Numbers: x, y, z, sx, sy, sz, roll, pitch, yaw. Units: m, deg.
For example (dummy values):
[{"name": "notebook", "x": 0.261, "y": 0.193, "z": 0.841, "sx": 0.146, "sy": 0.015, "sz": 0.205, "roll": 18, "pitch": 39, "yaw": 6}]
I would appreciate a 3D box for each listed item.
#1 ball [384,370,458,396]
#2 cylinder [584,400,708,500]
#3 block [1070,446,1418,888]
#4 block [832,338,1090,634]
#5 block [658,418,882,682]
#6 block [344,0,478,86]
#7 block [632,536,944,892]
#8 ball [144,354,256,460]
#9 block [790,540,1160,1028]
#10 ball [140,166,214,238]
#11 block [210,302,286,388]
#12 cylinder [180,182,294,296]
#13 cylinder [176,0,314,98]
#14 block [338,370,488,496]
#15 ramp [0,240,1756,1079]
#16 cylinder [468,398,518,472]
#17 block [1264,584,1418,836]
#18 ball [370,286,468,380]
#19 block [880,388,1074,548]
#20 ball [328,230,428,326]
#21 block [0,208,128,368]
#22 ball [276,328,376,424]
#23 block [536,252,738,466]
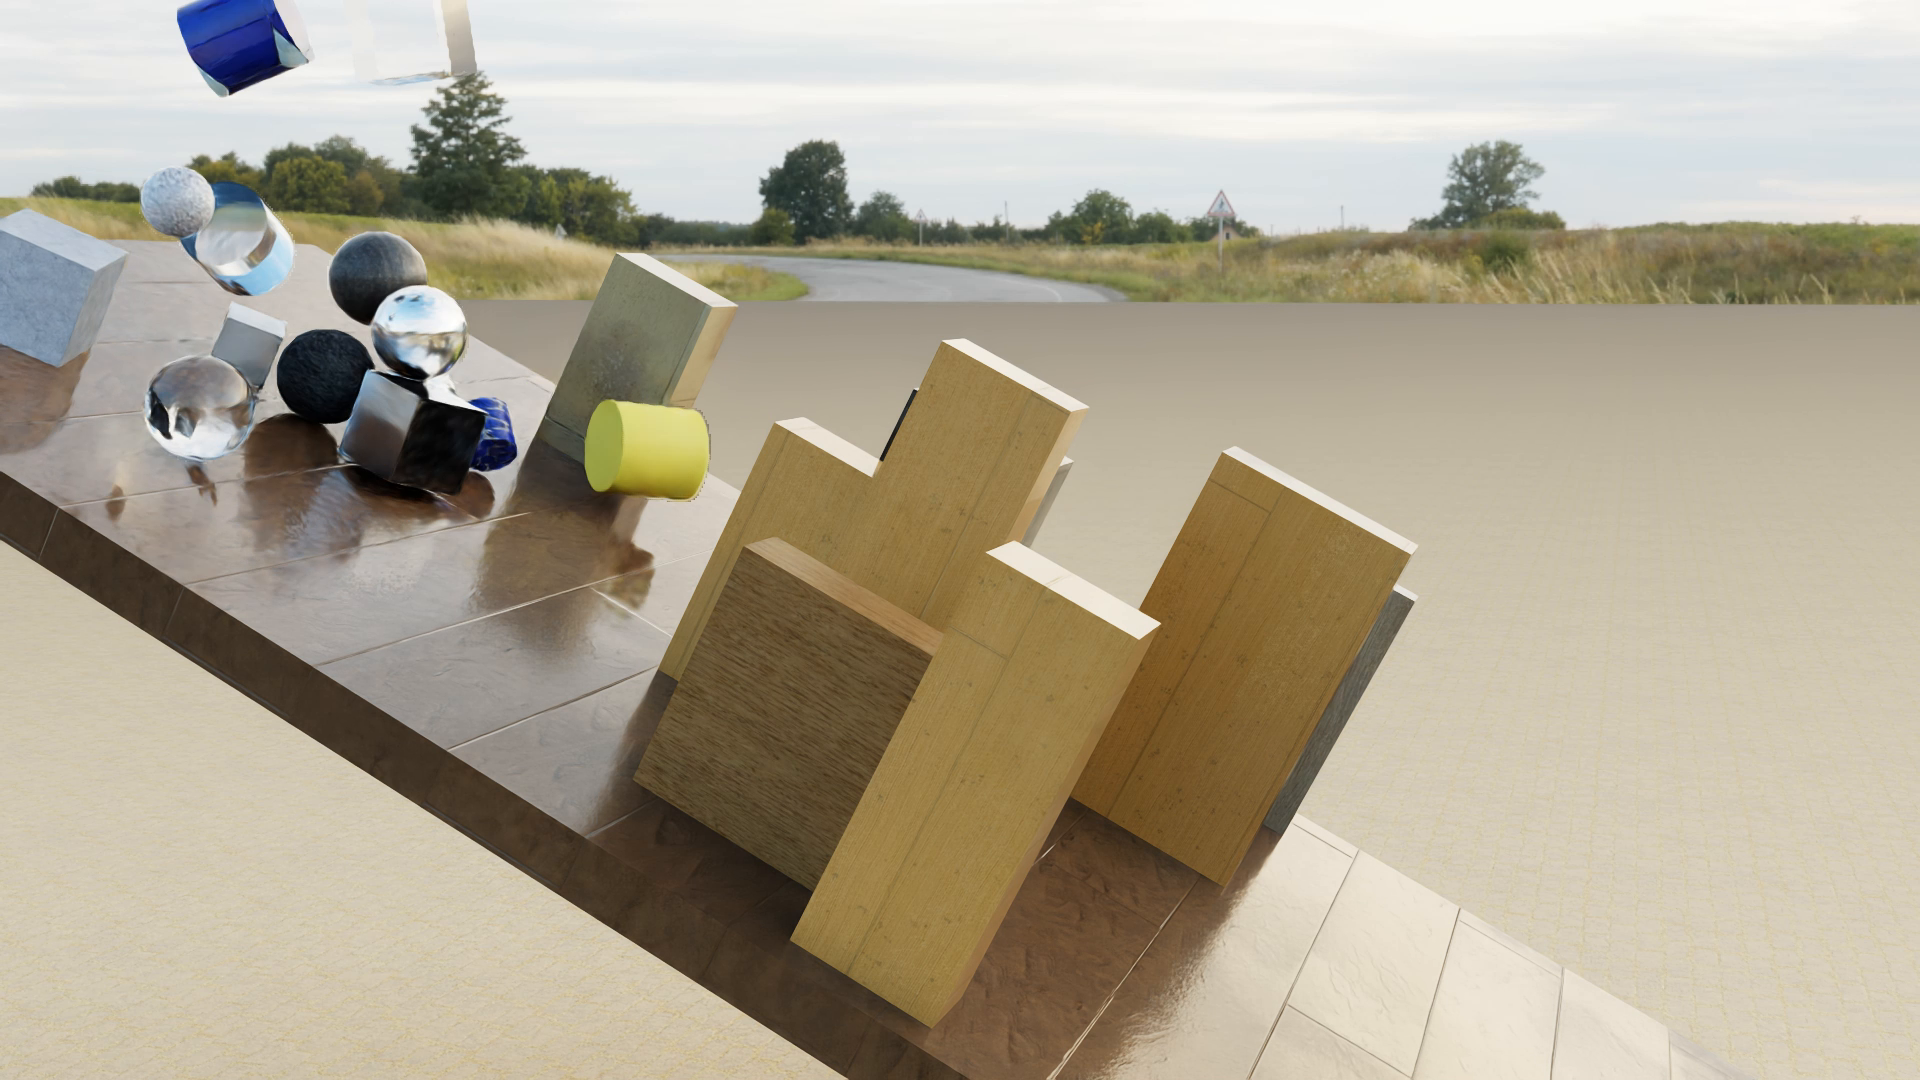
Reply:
[{"name": "ball", "x": -1.093, "y": -0.273, "z": 4.412, "sx": 0.170, "sy": 0.170, "sz": 0.170, "roll": 0, "pitch": 7, "yaw": 0}, {"name": "cylinder", "x": -0.662, "y": -0.189, "z": 4.637, "sx": 0.194, "sy": 0.194, "sz": 0.194, "roll": 5, "pitch": 3, "yaw": -33}, {"name": "block", "x": 0.526, "y": 0.245, "z": 4.282, "sx": 0.402, "sy": 0.746, "sz": 0.141, "roll": 30, "pitch": 14, "yaw": 12}, {"name": "block", "x": -0.074, "y": 0.057, "z": 3.806, "sx": 0.251, "sy": 0.777, "sz": 0.127, "roll": 30, "pitch": 14, "yaw": 12}, {"name": "block", "x": -0.261, "y": 0.091, "z": 3.914, "sx": 0.354, "sy": 0.503, "sz": 0.141, "roll": 30, "pitch": 14, "yaw": 12}, {"name": "block", "x": -1.073, "y": -0.992, "z": 4.297, "sx": 0.179, "sy": 0.179, "sz": 0.179, "roll": -6, "pitch": 9, "yaw": 10}, {"name": "block", "x": -0.236, "y": 0.282, "z": 3.431, "sx": 0.396, "sy": 0.425, "sz": 0.131, "roll": 30, "pitch": 14, "yaw": 12}, {"name": "ball", "x": -1.318, "y": -0.229, "z": 3.813, "sx": 0.184, "sy": 0.184, "sz": 0.184, "roll": 0, "pitch": 7, "yaw": 0}, {"name": "block", "x": 0.019, "y": 0.351, "z": 3.170, "sx": 0.245, "sy": 0.652, "sz": 0.145, "roll": 30, "pitch": 14, "yaw": 12}, {"name": "ball", "x": -1.424, "y": -0.616, "z": 4.002, "sx": 0.129, "sy": 0.129, "sz": 0.129, "roll": 0, "pitch": 7, "yaw": 0}, {"name": "block", "x": -1.414, "y": -0.388, "z": 4.363, "sx": 0.112, "sy": 0.112, "sz": 0.112, "roll": 21, "pitch": 15, "yaw": -20}, {"name": "cylinder", "x": -1.449, "y": -0.601, "z": 4.407, "sx": 0.176, "sy": 0.176, "sz": 0.176, "roll": 0, "pitch": -14, "yaw": 1}, {"name": "cylinder", "x": -1.392, "y": -0.986, "z": 4.288, "sx": 0.188, "sy": 0.188, "sz": 0.188, "roll": -22, "pitch": 7, "yaw": 1}, {"name": "block", "x": -1.039, "y": -0.204, "z": 4.181, "sx": 0.170, "sy": 0.170, "sz": 0.170, "roll": 26, "pitch": 7, "yaw": 36}, {"name": "ramp", "x": -0.232, "y": 0.387, "z": 4.153, "sx": 4.000, "sy": 0.100, "sz": 2.000, "roll": 30, "pitch": 14, "yaw": 12}, {"name": "cylinder", "x": -0.965, "y": -0.215, "z": 4.479, "sx": 0.107, "sy": 0.107, "sz": 0.107, "roll": -14, "pitch": -31, "yaw": -9}, {"name": "block", "x": 0.662, "y": 0.279, "z": 4.742, "sx": 0.405, "sy": 0.585, "sz": 0.081, "roll": 30, "pitch": 14, "yaw": 12}, {"name": "ball", "x": -1.048, "y": -0.402, "z": 4.263, "sx": 0.183, "sy": 0.183, "sz": 0.183, "roll": 0, "pitch": 7, "yaw": 0}, {"name": "block", "x": -0.068, "y": 0.049, "z": 4.194, "sx": 0.307, "sy": 0.609, "sz": 0.138, "roll": 30, "pitch": 14, "yaw": 12}, {"name": "ball", "x": -1.186, "y": -0.532, "z": 4.487, "sx": 0.196, "sy": 0.196, "sz": 0.196, "roll": 0, "pitch": 7, "yaw": 0}, {"name": "block", "x": -1.665, "y": -0.460, "z": 3.992, "sx": 0.194, "sy": 0.194, "sz": 0.194, "roll": 24, "pitch": 14, "yaw": -10}, {"name": "ball", "x": -1.234, "y": -0.318, "z": 4.282, "sx": 0.187, "sy": 0.187, "sz": 0.187, "roll": 0, "pitch": 7, "yaw": 0}, {"name": "block", "x": -0.717, "y": -0.374, "z": 4.873, "sx": 0.254, "sy": 0.453, "sz": 0.144, "roll": 30, "pitch": 14, "yaw": 12}]
